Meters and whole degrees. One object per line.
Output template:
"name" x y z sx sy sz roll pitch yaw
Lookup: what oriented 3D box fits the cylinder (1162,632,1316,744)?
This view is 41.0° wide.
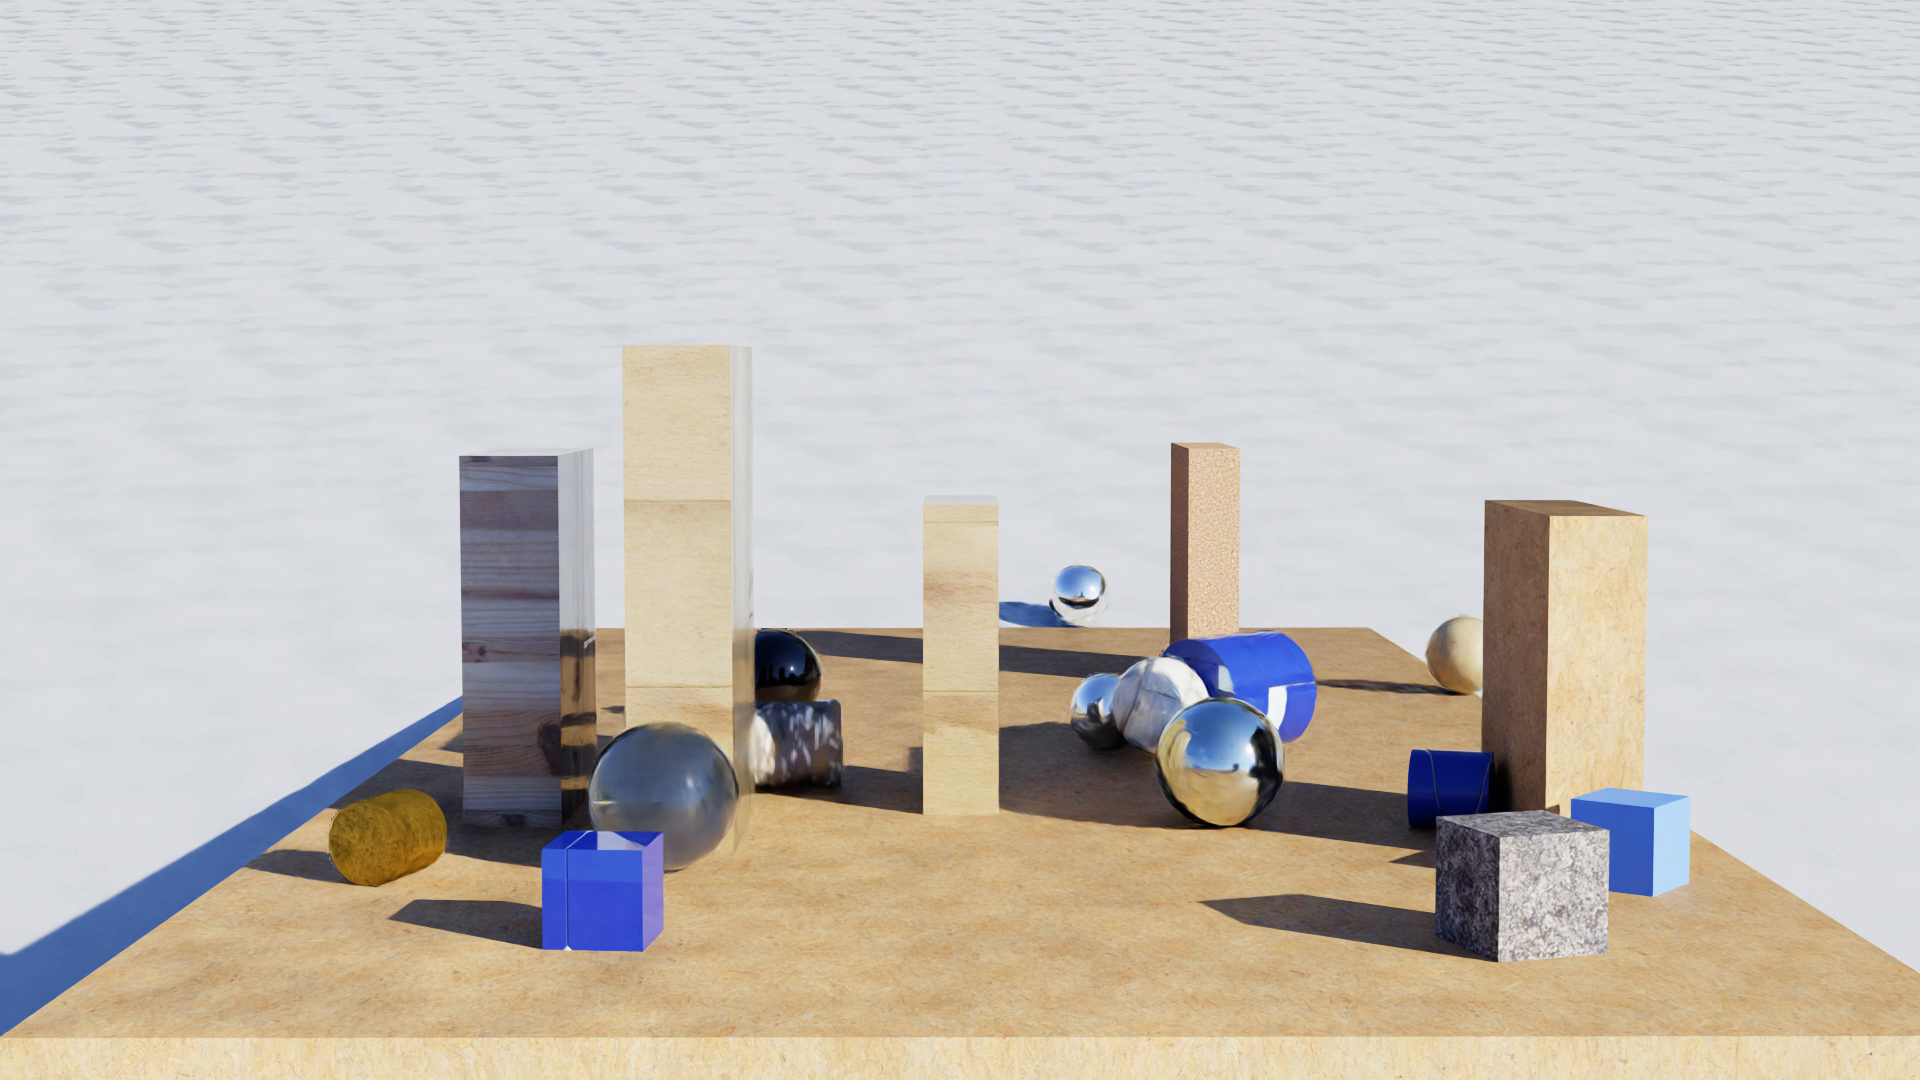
"cylinder" 0.471 0.264 4.422 0.201 0.201 0.201 -3 17 -40

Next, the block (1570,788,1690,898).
"block" 0.857 0.385 3.283 0.112 0.112 0.112 3 5 38

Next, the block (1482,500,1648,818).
"block" 0.840 0.187 3.599 0.129 0.465 0.418 0 4 0

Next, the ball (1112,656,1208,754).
"ball" 0.336 0.278 4.300 0.164 0.164 0.164 0 19 0

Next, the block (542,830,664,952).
"block" -0.412 0.405 2.970 0.116 0.116 0.116 0 4 5

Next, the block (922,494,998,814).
"block" 0.001 0.168 3.931 0.111 0.460 0.293 0 4 0

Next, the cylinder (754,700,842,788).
"cylinder" -0.259 0.322 4.046 0.137 0.137 0.137 0 19 -7

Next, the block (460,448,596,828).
"block" -0.645 0.135 3.864 0.141 0.536 0.366 0 4 0

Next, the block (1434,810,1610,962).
"block" 0.642 0.394 2.938 0.141 0.141 0.141 -1 4 -19

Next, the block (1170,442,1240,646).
"block" 0.523 0.043 5.519 0.105 0.494 0.446 0 4 0

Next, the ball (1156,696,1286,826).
"ball" 0.375 0.319 3.701 0.187 0.187 0.187 0 19 0

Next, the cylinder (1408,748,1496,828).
"cylinder" 0.705 0.358 3.679 0.113 0.113 0.113 1 19 17

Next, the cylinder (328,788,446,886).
"cylinder" -0.741 0.385 3.326 0.109 0.109 0.109 6 6 18

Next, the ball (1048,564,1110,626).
"ball" 0.315 0.146 6.790 0.165 0.165 0.165 0 19 0

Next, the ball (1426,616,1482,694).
"ball" 1.024 0.233 5.205 0.157 0.157 0.157 0 19 0

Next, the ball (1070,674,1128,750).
"ball" 0.255 0.297 4.439 0.133 0.133 0.133 0 19 0

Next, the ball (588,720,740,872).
"ball" -0.390 0.336 3.377 0.198 0.198 0.198 0 19 0

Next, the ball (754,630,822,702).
"ball" -0.345 0.254 4.754 0.178 0.178 0.178 0 19 0

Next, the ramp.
"ramp" 0.045 0.407 4.538 2.000 0.100 4.000 0 4 0

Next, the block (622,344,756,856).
"block" -0.380 0.071 3.647 0.144 0.691 0.377 0 4 0
